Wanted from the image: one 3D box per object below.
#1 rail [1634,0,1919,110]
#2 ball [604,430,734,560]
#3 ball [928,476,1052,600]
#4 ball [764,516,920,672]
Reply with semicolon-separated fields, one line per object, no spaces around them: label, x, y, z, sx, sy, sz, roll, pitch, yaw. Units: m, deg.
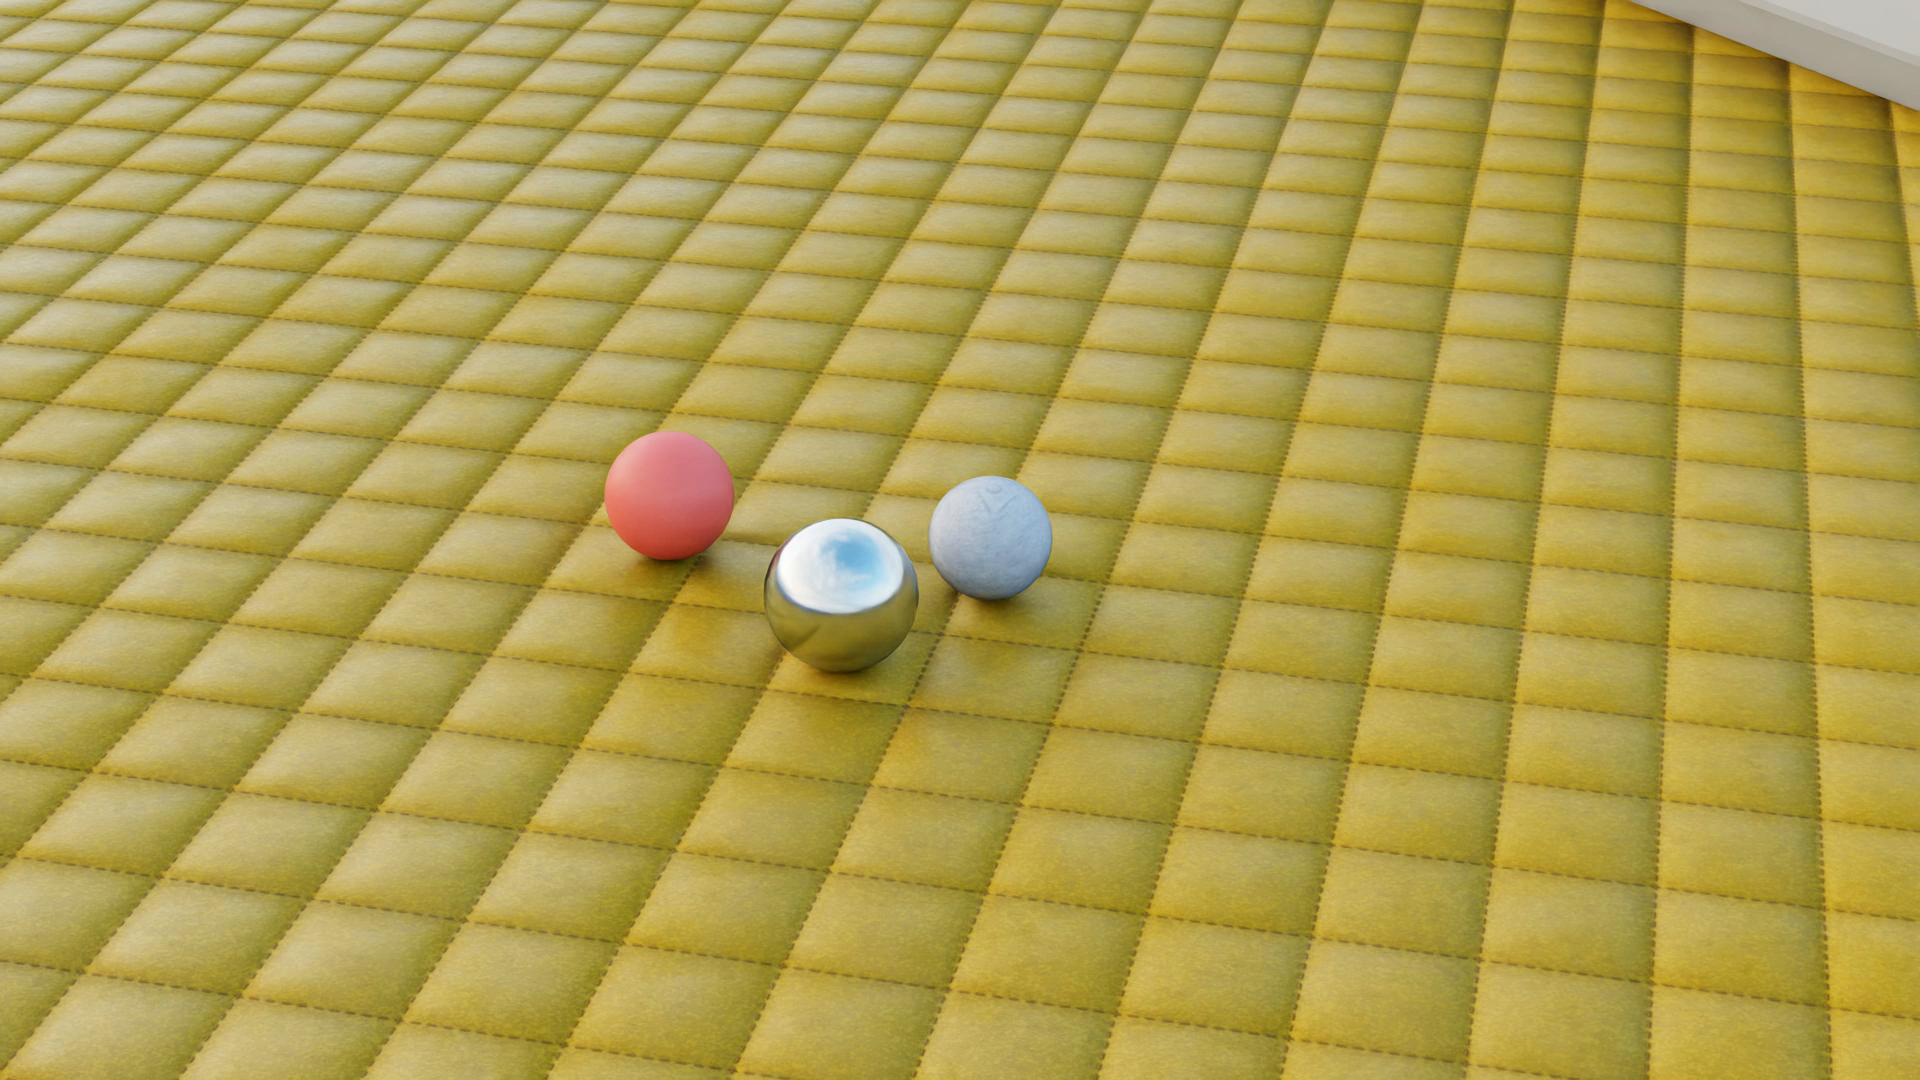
rail;0.426;-0.765;3.234;0.045;0.123;4.458;-16;32;-28
ball;-0.189;-0.029;1.913;0.084;0.084;0.084;0;28;0
ball;0.019;-0.001;1.866;0.079;0.079;0.079;0;28;0
ball;-0.072;0.033;1.786;0.095;0.095;0.095;0;28;0
